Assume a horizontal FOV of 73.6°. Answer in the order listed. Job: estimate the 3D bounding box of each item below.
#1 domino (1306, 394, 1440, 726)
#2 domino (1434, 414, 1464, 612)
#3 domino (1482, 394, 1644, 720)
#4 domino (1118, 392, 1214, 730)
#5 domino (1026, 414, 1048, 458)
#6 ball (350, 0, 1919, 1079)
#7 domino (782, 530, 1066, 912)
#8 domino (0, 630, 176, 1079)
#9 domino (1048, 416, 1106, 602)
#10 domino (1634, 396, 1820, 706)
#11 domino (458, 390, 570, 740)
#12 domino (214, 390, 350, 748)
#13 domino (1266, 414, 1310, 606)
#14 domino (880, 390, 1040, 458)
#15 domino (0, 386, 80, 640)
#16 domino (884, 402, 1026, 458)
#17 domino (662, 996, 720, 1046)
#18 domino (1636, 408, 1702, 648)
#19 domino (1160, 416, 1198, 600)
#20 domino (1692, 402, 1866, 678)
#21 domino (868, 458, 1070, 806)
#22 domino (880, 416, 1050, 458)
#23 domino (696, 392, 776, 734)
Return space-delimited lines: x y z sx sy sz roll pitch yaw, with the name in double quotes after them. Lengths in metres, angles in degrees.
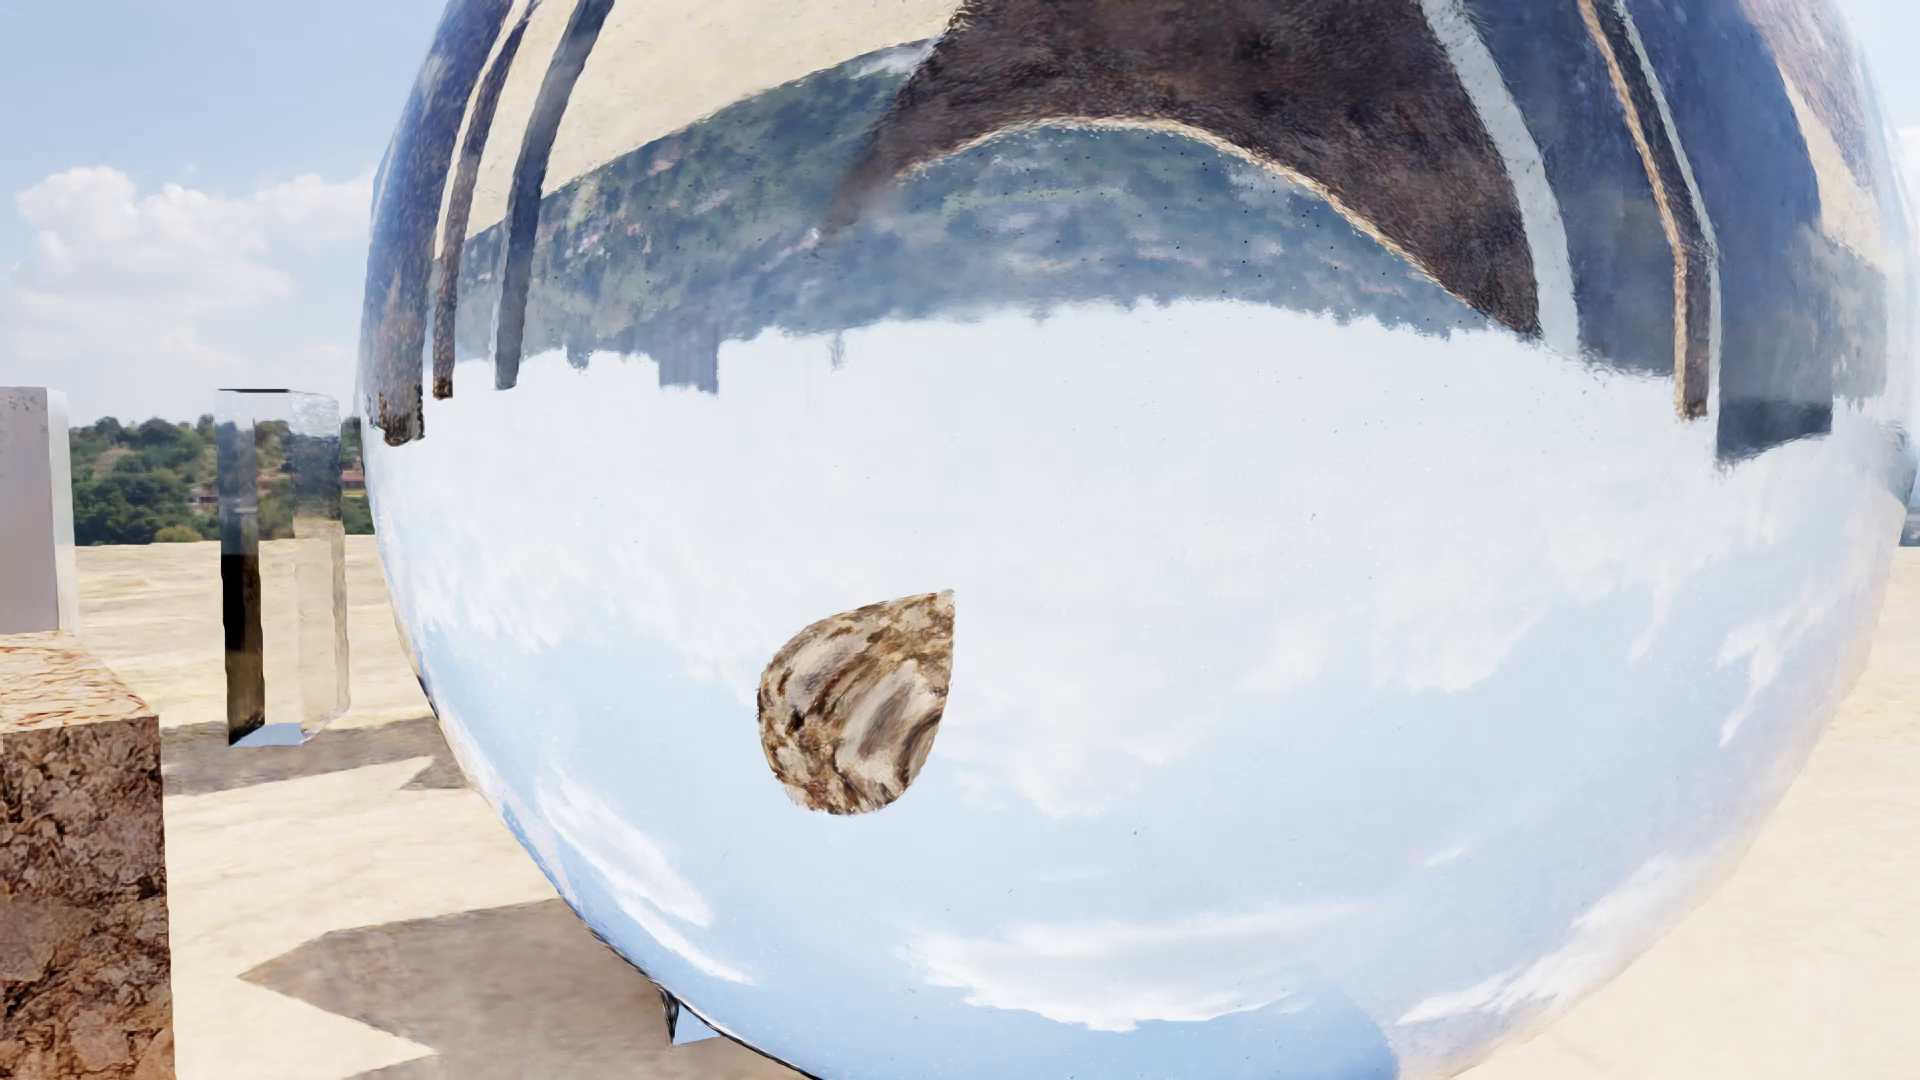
0.065 0.002 0.205 0.010 0.050 0.025 -1 4 -8 "domino"
0.119 -0.007 0.328 0.009 0.050 0.025 4 6 42 "domino"
0.098 0.002 0.210 0.010 0.050 0.025 -1 4 -11 "domino"
0.032 0.002 0.202 0.009 0.050 0.025 0 4 -2 "domino"
0.009 -0.007 0.332 0.025 0.050 0.009 2 5 21 "domino"
0.008 -0.008 0.077 0.080 0.080 0.080 0 4 0 "ball"
-0.005 0.016 0.136 0.025 0.010 0.050 0 33 -5 "domino"
-0.072 0.023 0.100 0.009 0.025 0.050 -4 6 -40 "domino"
0.029 -0.009 0.358 0.009 0.050 0.025 -2 5 -27 "domino"
0.130 0.001 0.219 0.009 0.050 0.025 -2 5 -25 "domino"
-0.068 0.003 0.196 0.010 0.050 0.025 0 4 -6 "domino"
-0.100 0.003 0.192 0.009 0.050 0.025 -1 4 -11 "domino"
0.092 -0.009 0.348 0.009 0.050 0.025 3 5 32 "domino"
0.000 0.002 0.205 0.025 0.050 0.009 0 -6 1 "domino"
-0.132 0.004 0.181 0.010 0.050 0.025 -2 5 -30 "domino"
-0.001 0.000 0.234 0.025 0.050 0.010 0 4 -2 "domino"
-0.017 0.017 0.112 0.025 0.009 0.050 -2 38 -26 "domino"
0.156 -0.003 0.274 0.025 0.050 0.009 -1 4 -17 "domino"
0.062 -0.010 0.361 0.010 0.050 0.025 1 4 11 "domino"
0.153 -0.001 0.242 0.025 0.050 0.009 2 5 26 "domino"
0.000 0.010 0.165 0.025 0.010 0.050 0 47 1 "domino"
0.001 0.005 0.185 0.025 0.050 0.010 0 -30 1 "domino"
-0.034 0.003 0.199 0.010 0.050 0.025 0 4 -5 "domino"
